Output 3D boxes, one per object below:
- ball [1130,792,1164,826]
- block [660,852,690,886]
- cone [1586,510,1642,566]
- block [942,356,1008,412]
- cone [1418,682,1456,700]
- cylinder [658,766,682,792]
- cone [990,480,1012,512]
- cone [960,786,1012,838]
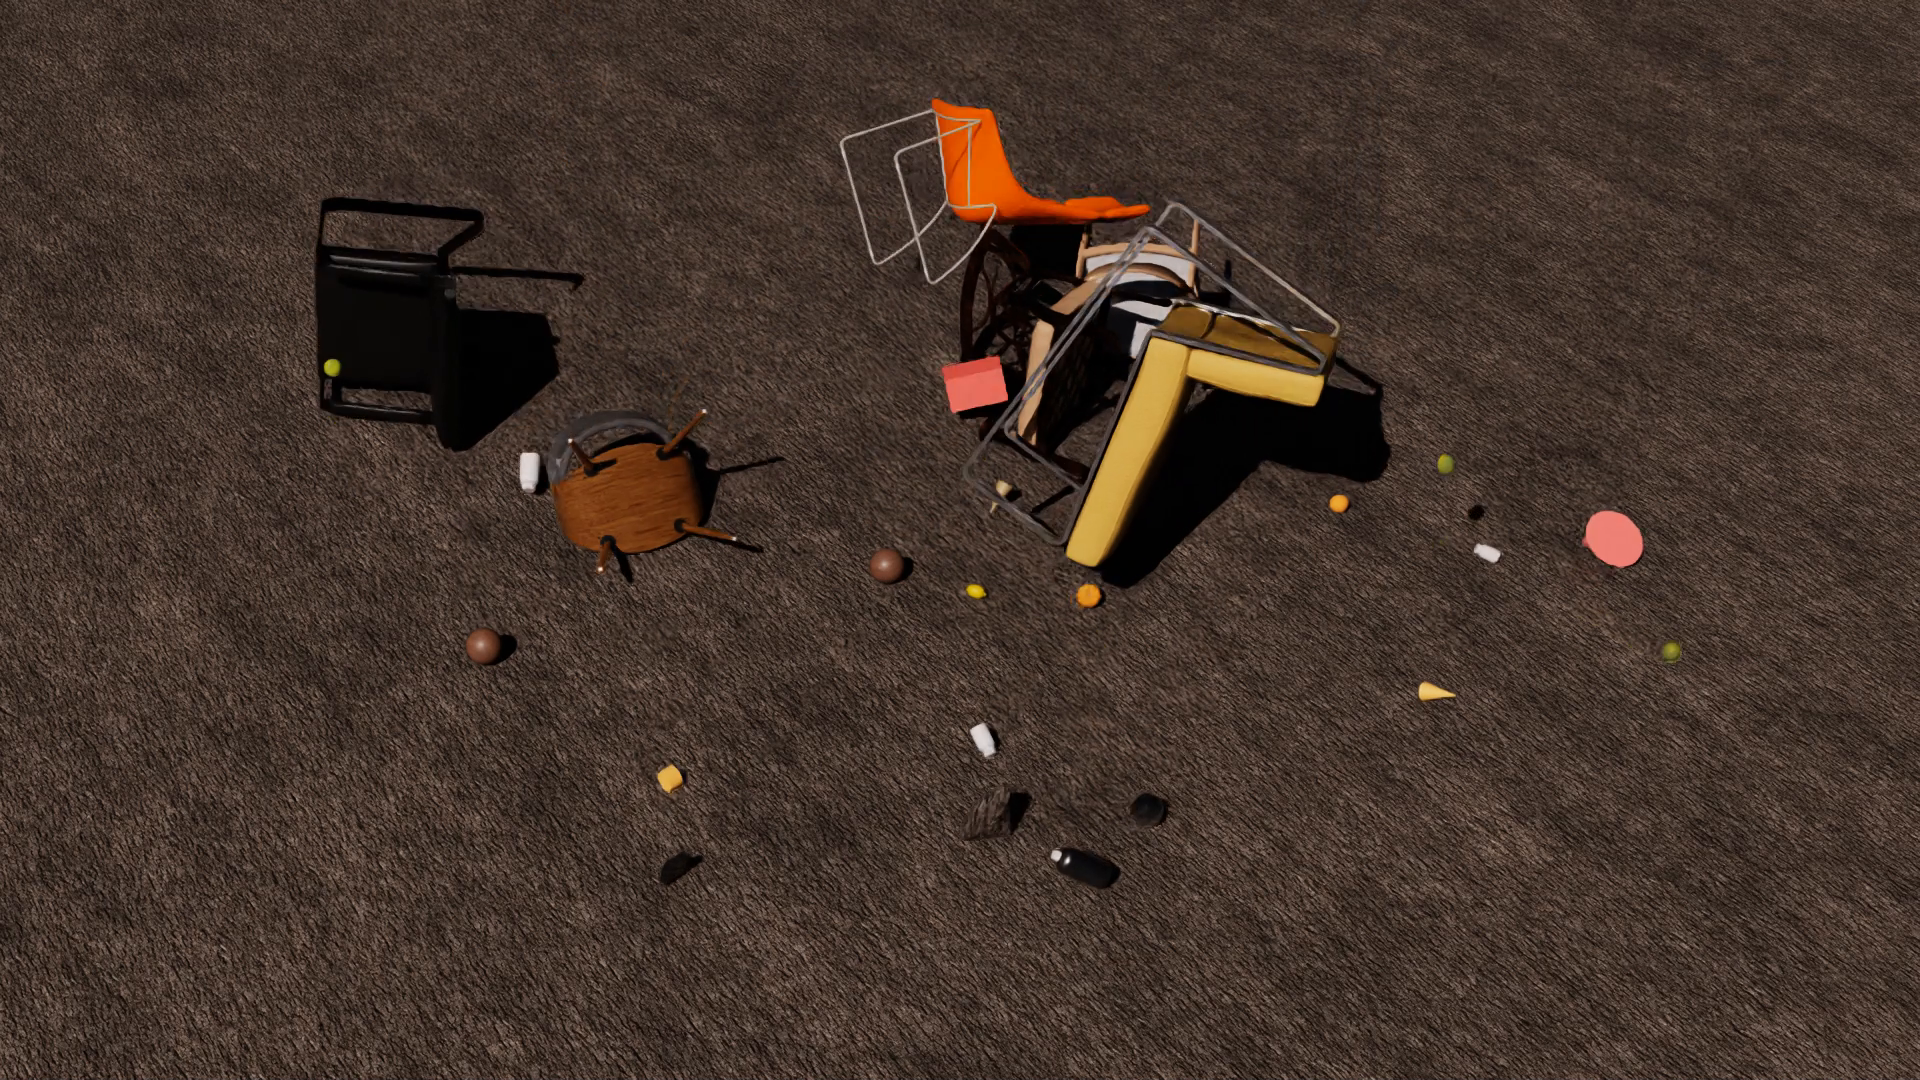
[{"bbox_3d":[0.608,0.876,9.517,0.109,0.109,0.109,0,33,0],"label":"ball"},{"bbox_3d":[-0.902,1.040,9.286,0.032,0.082,0.086,40,48,22],"label":"block"},{"bbox_3d":[2.452,-0.017,10.889,0.229,0.184,0.217,46,21,13],"label":"cone"},{"bbox_3d":[0.060,-0.617,11.590,0.230,0.137,0.169,-12,21,1],"label":"block"},{"bbox_3d":[1.649,0.526,10.055,0.134,0.067,0.065,7,5,40],"label":"cone"},{"bbox_3d":[-0.958,0.788,9.686,0.050,0.074,0.060,-29,2,-37],"label":"cylinder"},{"bbox_3d":[0.141,-0.153,11.064,0.066,0.074,0.129,29,75,-6],"label":"cone"},{"bbox_3d":[0.126,0.918,9.475,0.121,0.232,0.194,42,27,-18],"label":"cone"}]
